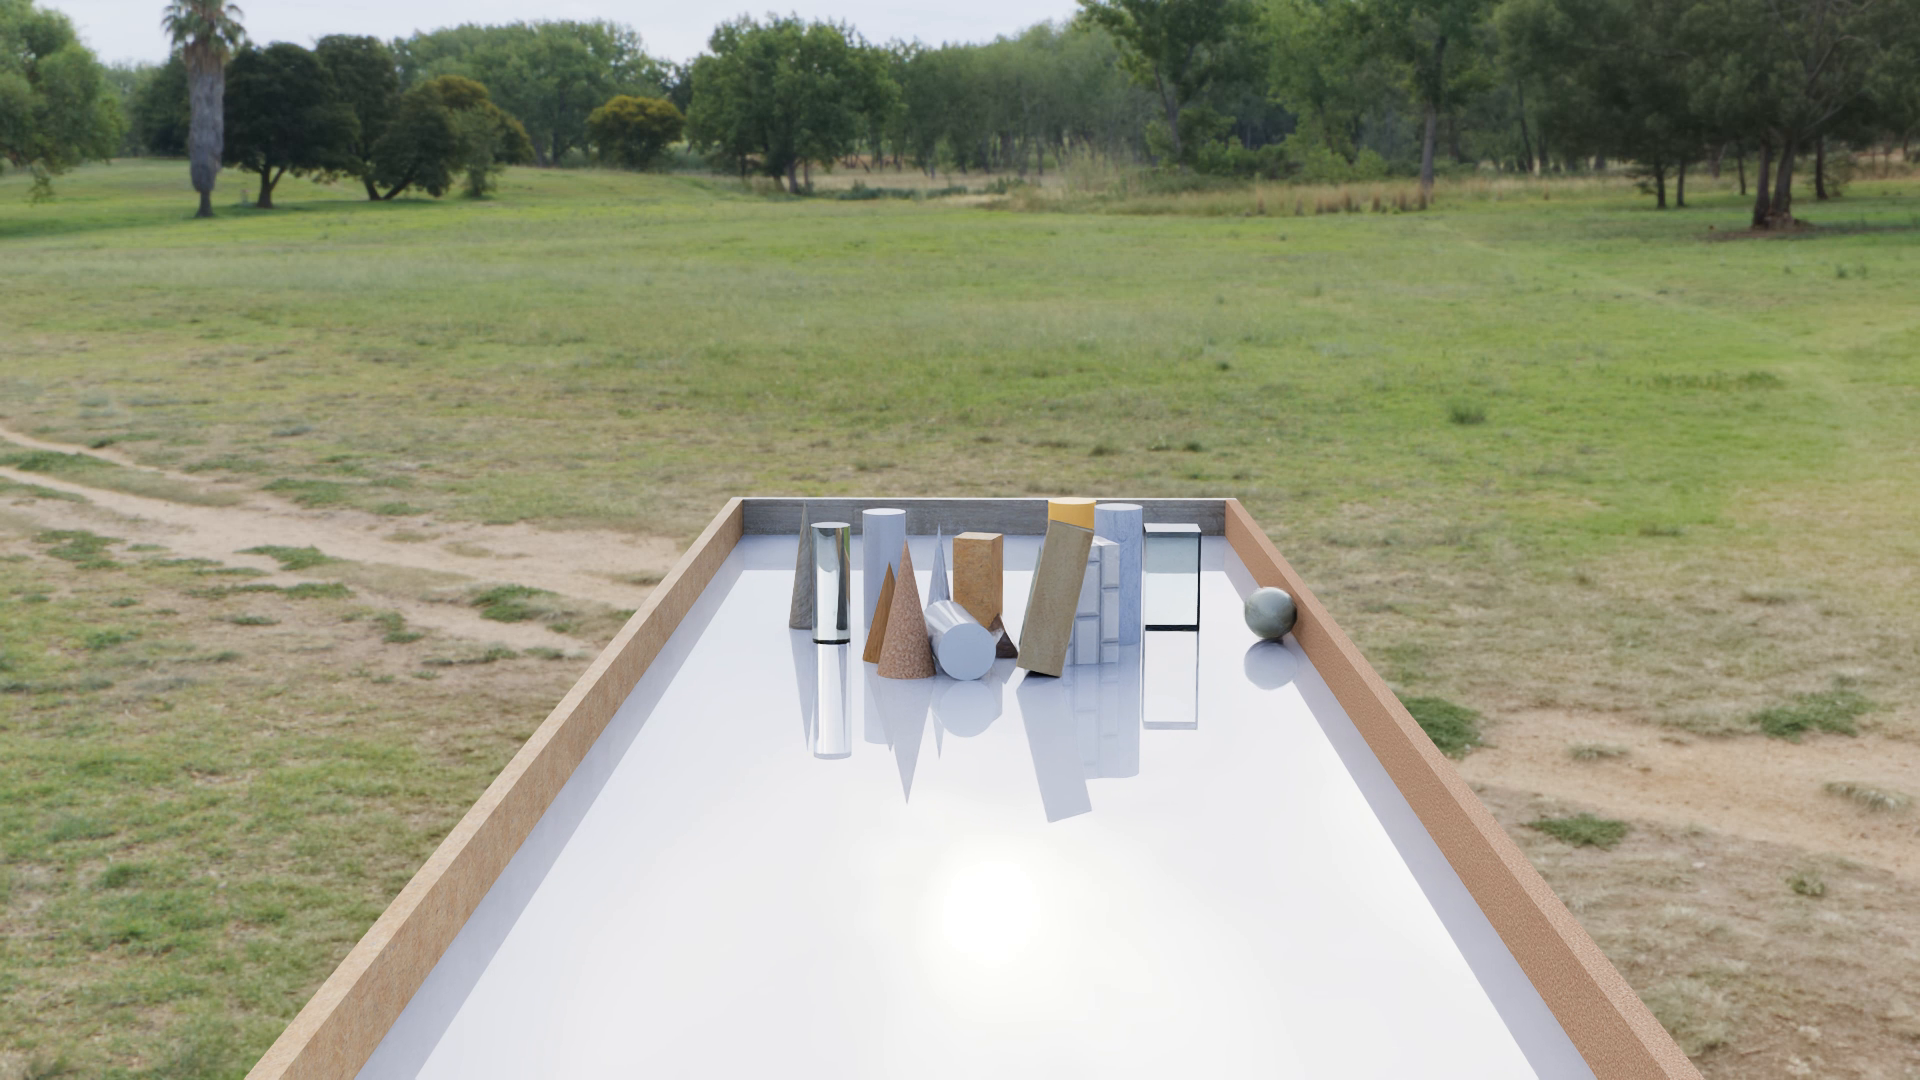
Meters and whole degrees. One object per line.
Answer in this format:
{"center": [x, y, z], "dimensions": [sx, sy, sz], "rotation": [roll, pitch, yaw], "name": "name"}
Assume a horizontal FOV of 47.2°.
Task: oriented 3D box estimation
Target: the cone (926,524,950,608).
{"center": [-0.065, 0.137, 6.912], "dimensions": [0.115, 0.386, 0.115], "rotation": [0, 9, 0], "name": "cone"}

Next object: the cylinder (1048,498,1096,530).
{"center": [0.366, 0.077, 7.201], "dimensions": [0.156, 0.415, 0.156], "rotation": [0, 9, 0], "name": "cylinder"}

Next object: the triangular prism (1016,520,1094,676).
{"center": [0.272, 0.170, 6.513], "dimensions": [0.137, 0.444, 0.119], "rotation": [13, -2, -8], "name": "triangular prism"}

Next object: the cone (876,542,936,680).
{"center": [-0.159, 0.192, 6.489], "dimensions": [0.177, 0.409, 0.177], "rotation": [0, 9, 0], "name": "cone"}

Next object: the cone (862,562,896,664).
{"center": [-0.214, 0.213, 6.703], "dimensions": [0.171, 0.301, 0.171], "rotation": [0, 9, 0], "name": "cone"}

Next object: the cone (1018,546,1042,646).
{"center": [0.250, 0.169, 6.915], "dimensions": [0.133, 0.322, 0.133], "rotation": [0, 9, 0], "name": "cone"}

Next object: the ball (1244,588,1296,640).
{"center": [0.987, 0.235, 6.995], "dimensions": [0.167, 0.167, 0.167], "rotation": [0, 9, 0], "name": "ball"}

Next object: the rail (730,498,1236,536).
{"center": [0.099, -0.098, 9.147], "dimensions": [2.100, 0.150, 0.050], "rotation": [0, 9, 1], "name": "rail"}

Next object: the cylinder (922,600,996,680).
{"center": [-0.013, 0.297, 6.584], "dimensions": [0.172, 0.172, 0.362], "rotation": [-2, 9, -11], "name": "cylinder"}

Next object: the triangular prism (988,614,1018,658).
{"center": [0.130, 0.295, 6.875], "dimensions": [0.093, 0.081, 0.311], "rotation": [0, 9, -3], "name": "triangular prism"}

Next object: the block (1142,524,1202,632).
{"center": [0.692, 0.121, 7.196], "dimensions": [0.176, 0.328, 0.176], "rotation": [0, 9, 2], "name": "block"}

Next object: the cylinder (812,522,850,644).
{"center": [-0.408, 0.137, 6.956], "dimensions": [0.123, 0.373, 0.123], "rotation": [0, 9, 0], "name": "cylinder"}

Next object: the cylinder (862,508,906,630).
{"center": [-0.247, 0.095, 7.192], "dimensions": [0.140, 0.381, 0.140], "rotation": [0, 9, 0], "name": "cylinder"}

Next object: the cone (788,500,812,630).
{"center": [-0.505, 0.073, 7.185], "dimensions": [0.116, 0.426, 0.116], "rotation": [0, 9, 0], "name": "cone"}

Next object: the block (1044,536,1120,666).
{"center": [0.370, 0.182, 6.706], "dimensions": [0.176, 0.361, 0.176], "rotation": [-3, 9, -17], "name": "block"}

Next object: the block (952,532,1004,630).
{"center": [0.059, 0.136, 7.182], "dimensions": [0.130, 0.303, 0.130], "rotation": [3, 9, 18], "name": "block"}

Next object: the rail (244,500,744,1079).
{"center": [-1.004, 0.839, 3.234], "dimensions": [0.050, 0.150, 12.000], "rotation": [0, 9, 1], "name": "rail"}

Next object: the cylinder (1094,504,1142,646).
{"center": [0.499, 0.108, 6.955], "dimensions": [0.152, 0.430, 0.152], "rotation": [0, 9, 0], "name": "cylinder"}

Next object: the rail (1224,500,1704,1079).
{"center": [1.046, 0.843, 3.208], "dimensions": [0.050, 0.150, 12.000], "rotation": [0, 9, 1], "name": "rail"}
